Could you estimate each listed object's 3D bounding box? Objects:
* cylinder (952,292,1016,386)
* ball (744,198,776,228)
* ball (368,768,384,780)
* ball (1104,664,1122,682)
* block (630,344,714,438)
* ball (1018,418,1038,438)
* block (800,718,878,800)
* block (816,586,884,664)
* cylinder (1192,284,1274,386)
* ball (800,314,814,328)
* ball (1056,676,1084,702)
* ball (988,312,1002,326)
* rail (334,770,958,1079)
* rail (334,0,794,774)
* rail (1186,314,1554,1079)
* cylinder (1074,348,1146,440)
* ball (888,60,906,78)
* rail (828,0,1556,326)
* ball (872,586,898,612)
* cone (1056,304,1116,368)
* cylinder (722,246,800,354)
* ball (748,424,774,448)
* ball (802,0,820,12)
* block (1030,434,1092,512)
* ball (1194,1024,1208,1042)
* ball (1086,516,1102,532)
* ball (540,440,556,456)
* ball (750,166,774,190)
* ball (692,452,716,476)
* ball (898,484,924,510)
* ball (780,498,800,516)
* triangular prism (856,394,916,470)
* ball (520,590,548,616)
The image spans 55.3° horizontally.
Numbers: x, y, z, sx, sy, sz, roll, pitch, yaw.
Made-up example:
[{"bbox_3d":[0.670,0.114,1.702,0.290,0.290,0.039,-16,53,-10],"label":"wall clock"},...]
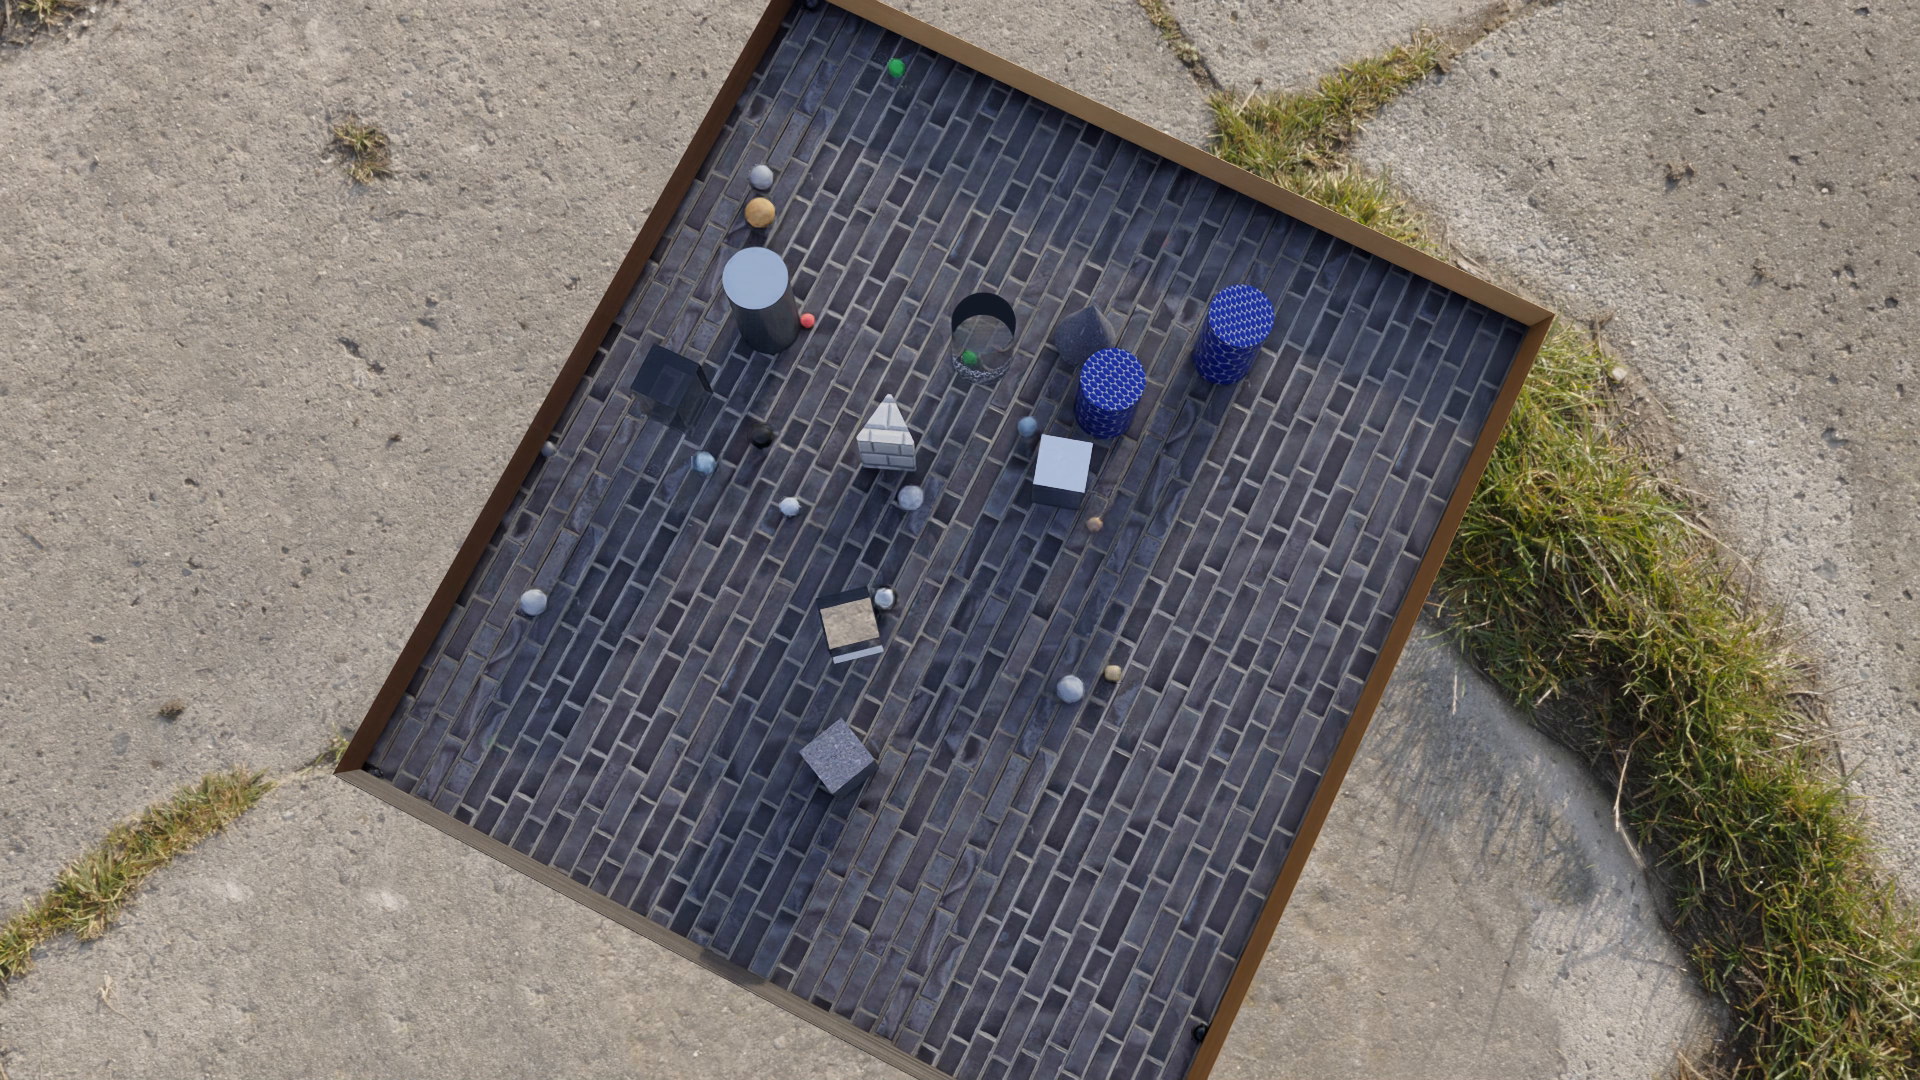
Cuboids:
[{"bbox_3d":[0.070,-0.608,5.577,0.192,0.325,0.192,0,78,0],"label":"cylinder"},{"bbox_3d":[-0.630,-1.032,5.781,0.096,0.096,0.096,0,78,0],"label":"ball"},{"bbox_3d":[-1.738,0.699,5.449,0.046,0.046,0.046,0,78,0],"label":"ball"},{"bbox_3d":[0.460,0.401,5.506,0.054,0.054,0.054,0,78,0],"label":"ball"},{"bbox_3d":[-0.867,-0.449,5.545,0.153,0.322,0.153,25,79,5],"label":"block"},{"bbox_3d":[0.209,-0.348,5.657,0.062,0.062,0.062,0,78,0],"label":"ball"},{"bbox_3d":[-0.348,0.640,5.329,0.153,0.304,0.153,-39,81,-7],"label":"block"},{"bbox_3d":[-0.324,0.253,5.412,0.153,0.297,0.153,-14,79,-3],"label":"block"},{"bbox_3d":[0.823,-0.616,5.545,0.192,0.389,0.192,0,78,0],"label":"cylinder"},{"bbox_3d":[-0.477,-0.687,5.735,0.045,0.045,0.045,0,78,0],"label":"ball"},{"bbox_3d":[0.330,0.447,5.482,0.082,0.082,0.082,0,78,0],"label":"ball"},{"bbox_3d":[0.110,-0.693,5.738,0.044,0.044,0.044,0,78,0],"label":"ball"},{"bbox_3d":[-0.638,1.256,5.292,2.647,0.125,0.045,26,80,5],"label":"rail"},{"bbox_3d":[-1.163,-0.563,5.668,0.045,0.125,2.900,26,80,5],"label":"rail"},{"bbox_3d":[1.163,0.576,5.433,0.045,0.125,2.900,26,80,5],"label":"rail"},{"bbox_3d":[0.450,-0.439,5.541,0.192,0.327,0.192,0,78,0],"label":"cylinder"},{"bbox_3d":[-0.202,-1.518,5.902,0.056,0.056,0.056,0,78,0],"label":"ball"},{"bbox_3d":[0.638,-1.243,5.809,2.647,0.125,0.045,26,80,5],"label":"rail"},{"bbox_3d":[-0.228,0.177,5.538,0.081,0.081,0.081,0,78,0],"label":"ball"},{"bbox_3d":[0.394,-0.663,5.583,0.192,0.335,0.192,0,78,0],"label":"cone"},{"bbox_3d":[-0.596,-0.719,5.546,0.192,0.430,0.192,0,78,0],"label":"cylinder"},{"bbox_3d":[-0.612,-0.320,5.643,0.078,0.078,0.078,0,78,0],"label":"ball"},{"bbox_3d":[-0.483,-1.746,5.949,0.056,0.056,0.056,0,78,0],"label":"ball"},{"bbox_3d":[0.305,-0.201,5.532,0.153,0.247,0.153,10,78,2],"label":"block"},{"bbox_3d":[0.699,1.426,5.295,0.051,0.051,0.051,0,78,0],"label":"ball"},{"bbox_3d":[0.412,-0.047,5.602,0.047,0.047,0.047,0,78,0],"label":"ball"},{"bbox_3d":[-1.272,-0.281,5.650,0.048,0.048,0.048,0,78,0],"label":"ball"},{"bbox_3d":[-0.629,-1.150,5.816,0.076,0.076,0.076,0,78,0],"label":"ball"},{"bbox_3d":[-0.786,-0.235,5.628,0.073,0.073,0.073,0,78,0],"label":"ball"},{"bbox_3d":[-0.149,-0.131,5.603,0.079,0.079,0.079,0,78,0],"label":"ball"},{"bbox_3d":[-0.519,-0.101,5.607,0.060,0.060,0.060,0,78,0],"label":"ball"},{"bbox_3d":[-0.213,-0.325,5.517,0.166,0.326,0.144,5,78,1],"label":"triangular prism"},{"bbox_3d":[-1.287,0.189,5.536,0.081,0.081,0.081,0,78,0],"label":"ball"}]
